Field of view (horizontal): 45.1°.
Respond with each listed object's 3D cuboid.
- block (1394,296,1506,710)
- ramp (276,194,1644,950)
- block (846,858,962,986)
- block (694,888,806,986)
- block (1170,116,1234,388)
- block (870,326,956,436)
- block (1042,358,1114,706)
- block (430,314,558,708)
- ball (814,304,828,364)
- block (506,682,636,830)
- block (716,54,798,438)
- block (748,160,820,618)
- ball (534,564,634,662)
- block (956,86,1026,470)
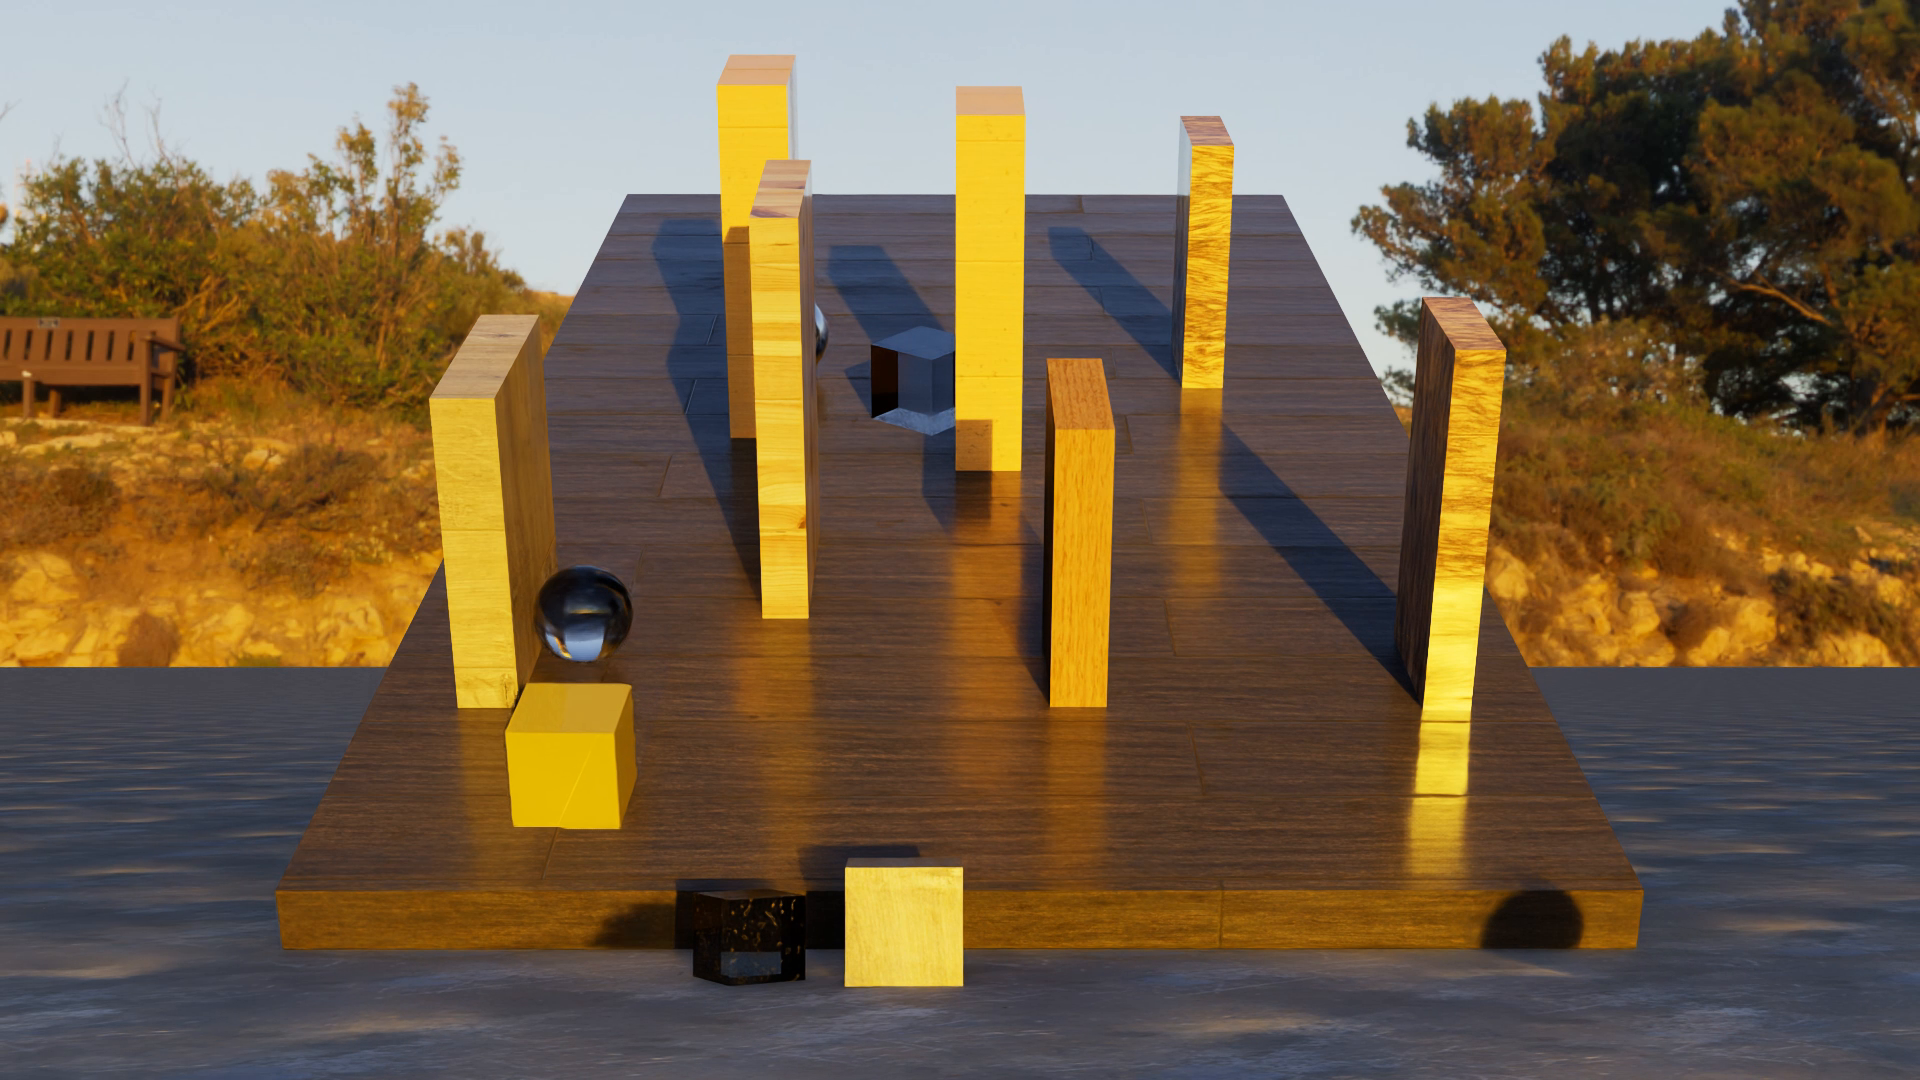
[{"bbox_3d":[0.824,-0.063,3.917,0.081,0.640,0.284,0,23,0],"label":"block"},{"bbox_3d":[-0.007,-0.226,5.238,2.000,0.100,4.000,0,23,0],"label":"ramp"},{"bbox_3d":[-0.075,0.511,3.110,0.154,0.154,0.154,0,-3,-1],"label":"block"},{"bbox_3d":[-0.283,0.532,3.107,0.112,0.112,0.112,2,-3,-31],"label":"block"},{"bbox_3d":[0.568,-0.681,5.449,0.095,0.575,0.303,0,23,0],"label":"block"},{"bbox_3d":[-0.076,-0.361,5.203,0.176,0.176,0.176,17,29,35],"label":"block"},{"bbox_3d":[0.200,-0.018,3.985,0.096,0.500,0.357,0,23,0],"label":"block"},{"bbox_3d":[-0.798,-0.058,4.007,0.104,0.554,0.443,0,23,0],"label":"block"},{"bbox_3d":[-0.412,-0.485,5.457,0.204,0.204,0.204,0,-3,0],"label":"ball"},{"bbox_3d":[-0.600,0.333,3.585,0.165,0.165,0.165,1,23,1],"label":"block"},{"bbox_3d":[-0.434,-0.648,5.103,0.145,0.781,0.319,0,23,0],"label":"block"},{"bbox_3d":[-0.320,-0.285,4.286,0.084,0.754,0.415,0,23,0],"label":"block"},{"bbox_3d":[-0.660,0.129,4.056,0.172,0.172,0.172,0,-3,0],"label":"ball"},{"bbox_3d":[0.060,-0.553,4.905,0.139,0.764,0.276,0,23,0],"label":"block"}]
